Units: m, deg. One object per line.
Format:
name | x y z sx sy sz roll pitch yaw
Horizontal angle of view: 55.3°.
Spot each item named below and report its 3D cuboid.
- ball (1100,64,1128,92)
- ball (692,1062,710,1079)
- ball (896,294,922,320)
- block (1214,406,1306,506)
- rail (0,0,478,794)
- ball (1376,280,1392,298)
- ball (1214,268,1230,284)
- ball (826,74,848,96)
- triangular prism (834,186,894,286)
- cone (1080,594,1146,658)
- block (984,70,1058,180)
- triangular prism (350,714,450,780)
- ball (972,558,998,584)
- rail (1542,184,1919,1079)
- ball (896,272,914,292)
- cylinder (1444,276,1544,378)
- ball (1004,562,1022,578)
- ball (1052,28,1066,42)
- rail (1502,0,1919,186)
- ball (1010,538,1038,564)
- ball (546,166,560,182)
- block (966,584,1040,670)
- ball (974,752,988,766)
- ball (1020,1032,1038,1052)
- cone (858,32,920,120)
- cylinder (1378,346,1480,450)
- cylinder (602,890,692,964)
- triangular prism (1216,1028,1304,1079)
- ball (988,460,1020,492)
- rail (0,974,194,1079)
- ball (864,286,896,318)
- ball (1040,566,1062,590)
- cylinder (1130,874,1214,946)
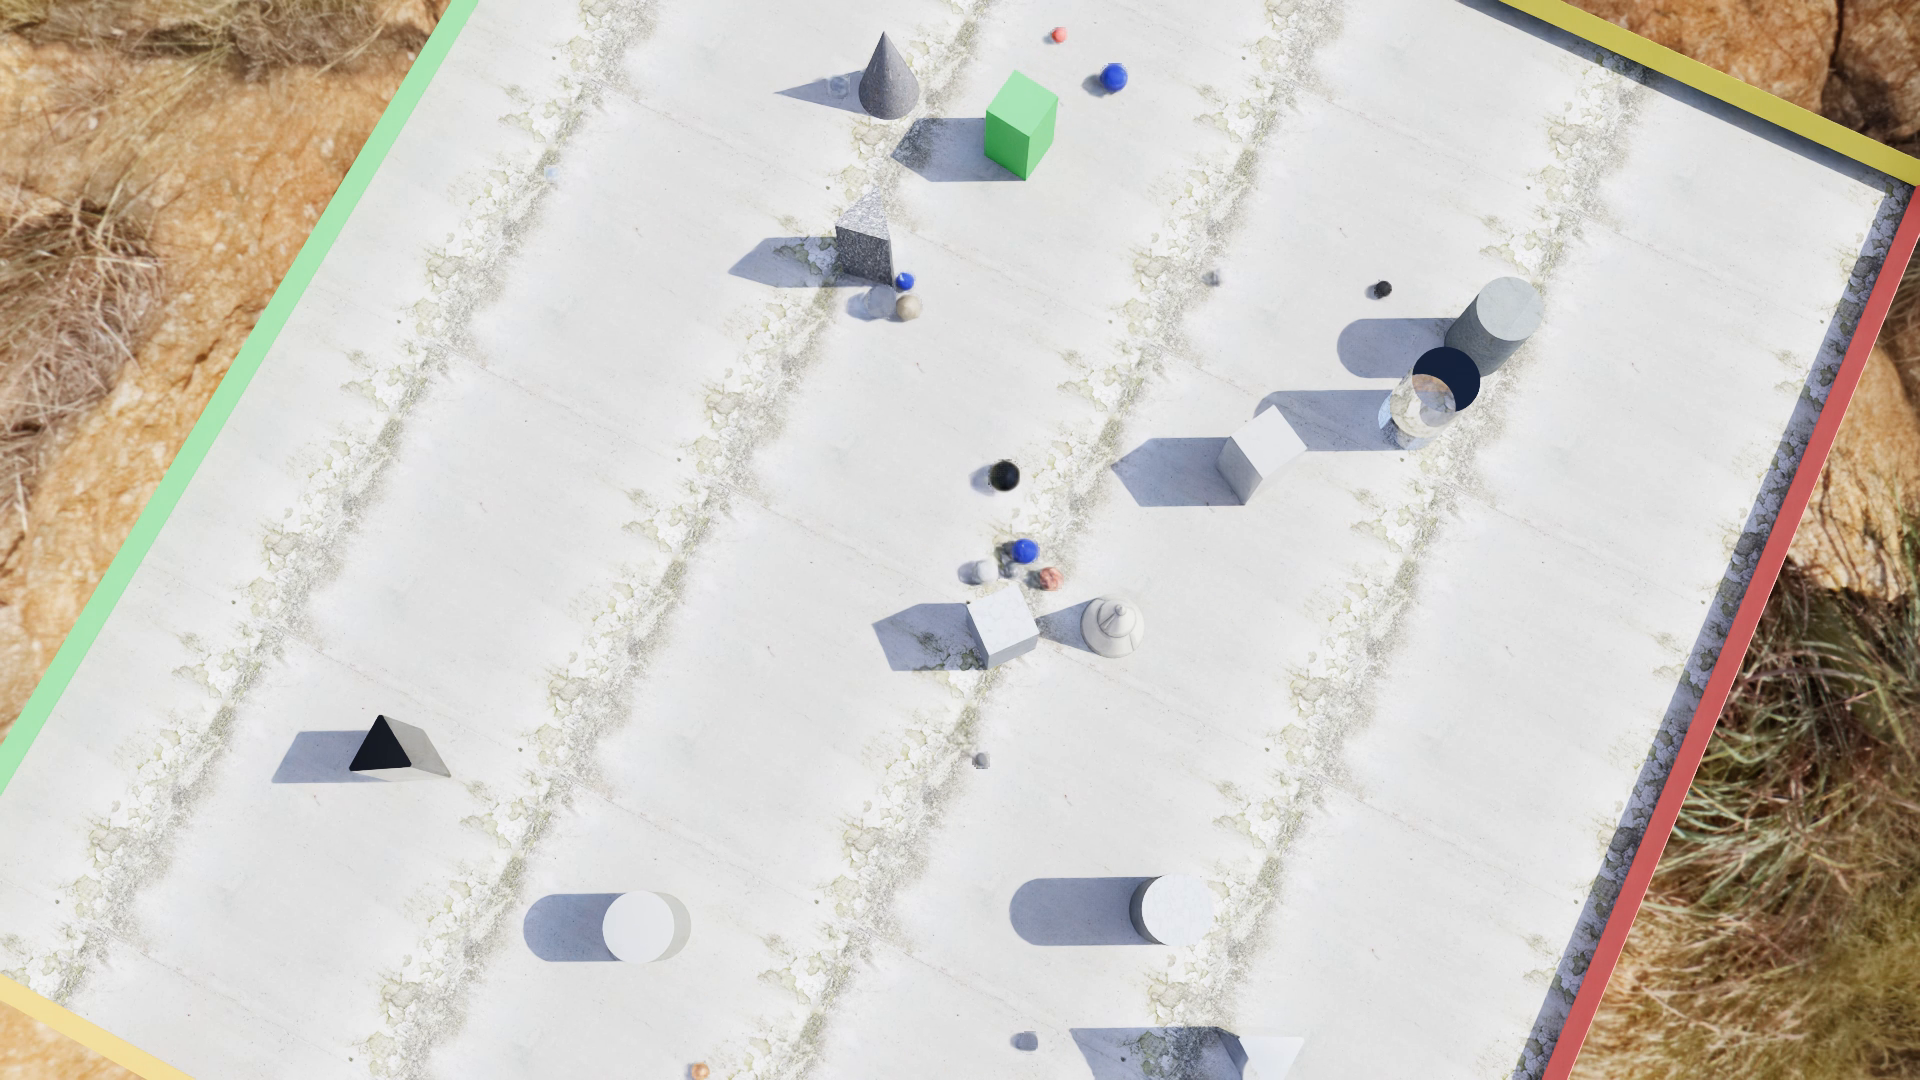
ball | 0.494 -1.479 5.878 0.089 0.089 0.089 0 78 0
ball | -0.747 1.530 5.274 0.051 0.051 0.051 0 78 0
ball | -0.161 -0.728 5.727 0.080 0.080 0.080 0 78 0
block | 0.895 -0.249 5.486 0.158 0.357 0.158 -34 80 -7
rail | -1.975 -0.960 5.749 0.045 0.129 4.844 26 80 5
ball | 1.330 -0.788 5.753 0.053 0.053 0.053 0 78 0
ball | 0.824 -0.830 5.761 0.053 0.053 0.053 0 78 0
ball | -0.392 -1.459 5.883 0.070 0.070 0.070 0 78 0
triangular prism | -0.268 -0.936 5.604 0.171 0.404 0.148 17 79 3
cone | 0.463 0.226 5.390 0.198 0.353 0.198 0 78 0
block | 0.188 -1.288 5.710 0.158 0.338 0.158 33 80 6
triangular prism | -1.610 0.599 5.286 0.171 0.404 0.148 -4 78 -1
ball | 0.077 0.094 5.557 0.079 0.079 0.079 0 78 0
rail | 1.975 0.974 5.348 0.045 0.129 4.844 26 80 5
ball | -0.174 -0.811 5.754 0.060 0.060 0.060 0 78 0
cylinder | 1.615 -0.642 5.559 0.198 0.372 0.198 0 78 0
ball | 0.160 0.090 5.572 0.051 0.051 0.051 0 78 0
ball | 0.322 -1.633 5.931 0.046 0.046 0.046 0 78 0
rail | 1.073 -2.094 5.983 4.465 0.129 0.045 26 80 5
ball | 0.195 0.033 5.568 0.081 0.081 0.081 0 78 0
ball | -1.297 -1.165 5.834 0.047 0.047 0.047 0 78 0
block | 0.123 0.259 5.400 0.158 0.320 0.158 -23 79 -5
ball | 0.064 0.654 5.459 0.043 0.043 0.043 0 78 0
ball | 0.201 1.450 5.289 0.053 0.053 0.053 0 78 0
cone | -0.229 -1.490 5.711 0.198 0.419 0.198 0 78 0
cylinder | 1.399 -0.418 5.483 0.198 0.431 0.198 0 78 0
cylinder | -0.887 1.102 5.220 0.198 0.330 0.198 0 78 0
triangular prism | 0.805 1.406 5.086 0.148 0.469 0.171 31 80 6
ball | 0.137 -0.194 5.607 0.098 0.098 0.098 0 78 0
rail | -1.073 2.108 5.114 4.465 0.129 0.045 26 80 5
ball | -0.249 -0.744 5.720 0.099 0.099 0.099 0 78 0
ball | 0.275 0.115 5.557 0.070 0.070 0.070 0 78 0
cylinder | 0.596 1.050 5.199 0.198 0.392 0.198 0 78 0
